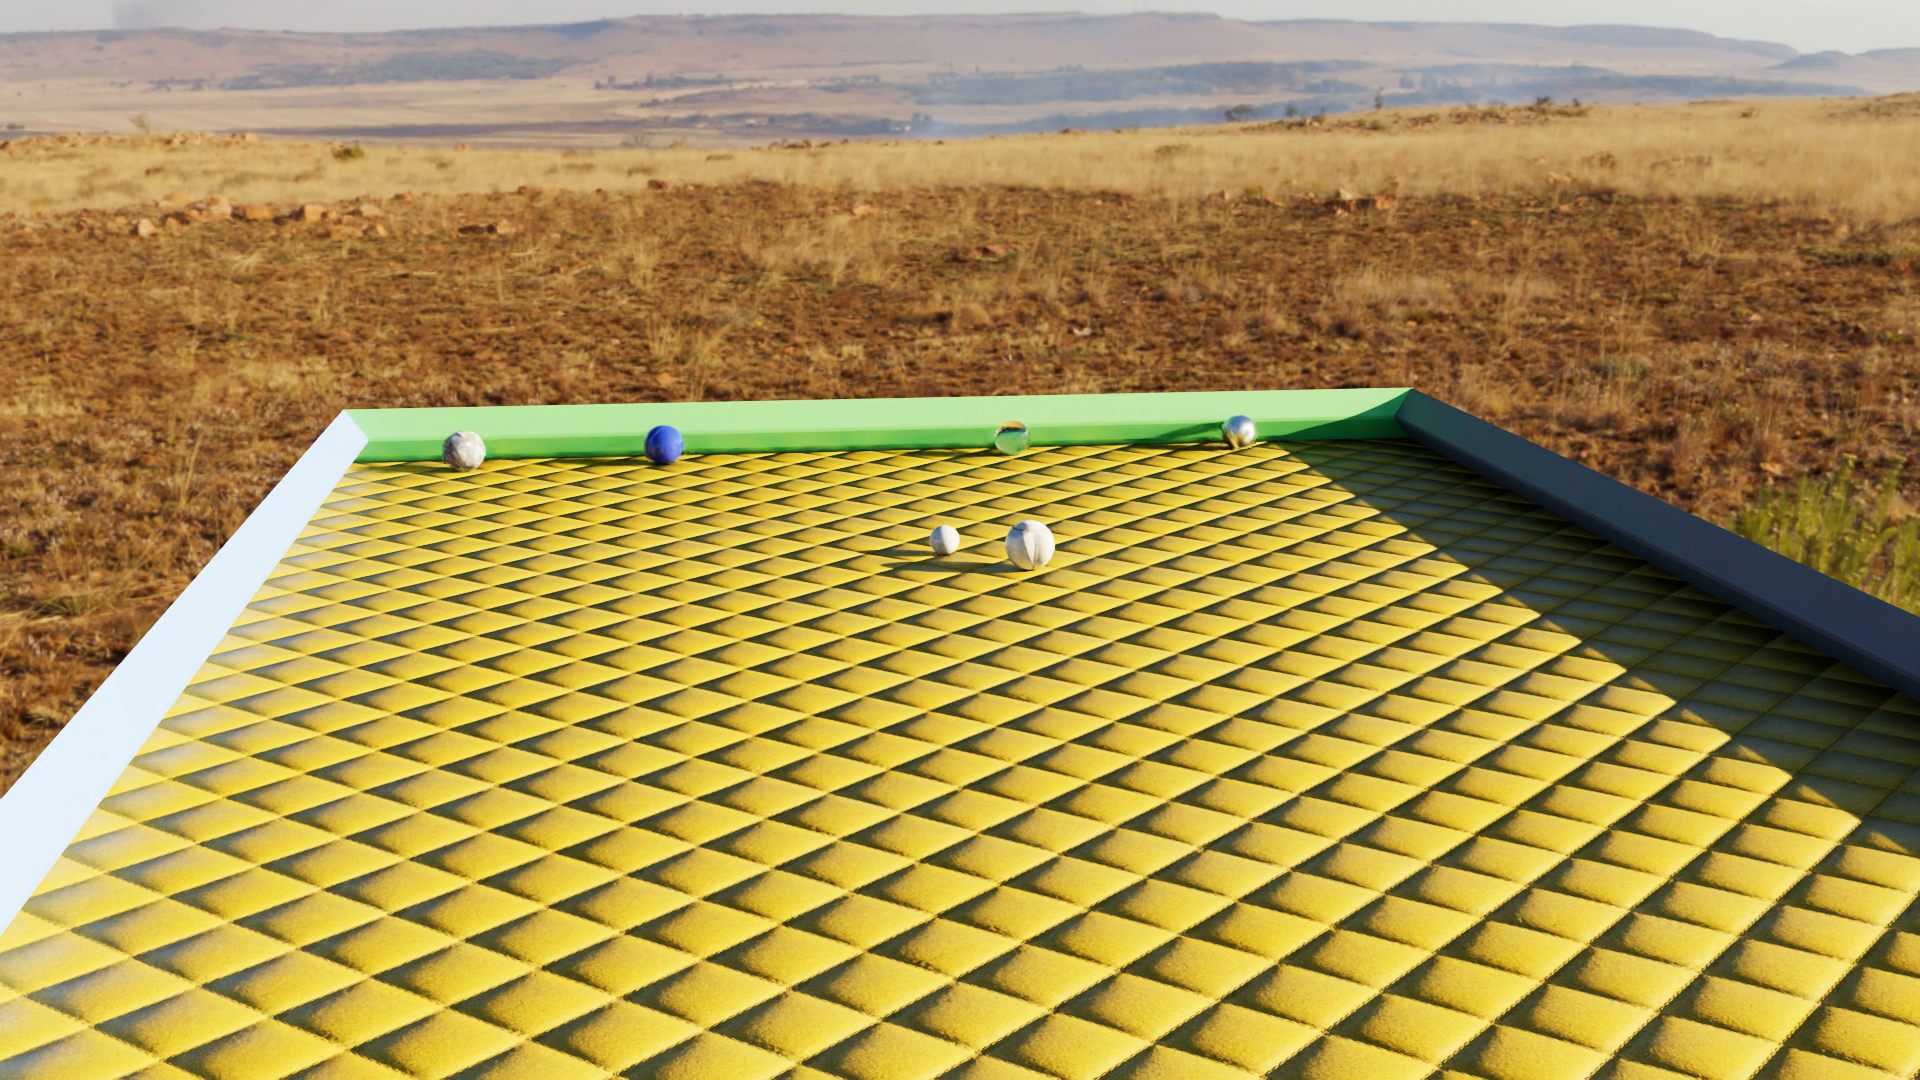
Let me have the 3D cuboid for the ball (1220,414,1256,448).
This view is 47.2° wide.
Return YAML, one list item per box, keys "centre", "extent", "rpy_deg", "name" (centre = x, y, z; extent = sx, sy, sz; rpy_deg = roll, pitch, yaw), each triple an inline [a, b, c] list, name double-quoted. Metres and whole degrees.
- centre: [0.487, -0.190, 3.853]
  extent: [0.060, 0.060, 0.060]
  rpy_deg: [0, 13, 0]
  name: "ball"

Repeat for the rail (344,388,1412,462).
- centre: [-0.112, -0.198, 3.821]
  extent: [1.873, 0.089, 0.045]
  rpy_deg: [-2, 13, -7]
  name: "rail"

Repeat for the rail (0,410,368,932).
- centre: [-0.790, 0.201, 2.036]
  extent: [0.045, 0.089, 3.495]
  rpy_deg: [-2, 13, -7]
  name: "rail"

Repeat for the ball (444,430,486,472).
- centre: [-0.822, -0.148, 3.646]
  extent: [0.069, 0.069, 0.069]
  rpy_deg: [0, 13, 0]
  name: "ball"

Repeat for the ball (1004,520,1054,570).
- centre: [0.094, 0.007, 2.958]
  extent: [0.067, 0.067, 0.067]
  rpy_deg: [0, 13, 0]
  name: "ball"

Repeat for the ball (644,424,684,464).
- centre: [-0.499, -0.161, 3.709]
  extent: [0.067, 0.067, 0.067]
  rpy_deg: [0, 13, 0]
  name: "ball"

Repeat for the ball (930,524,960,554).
- centre: [-0.021, 0.000, 3.049]
  extent: [0.042, 0.042, 0.042]
  rpy_deg: [0, 13, 0]
  name: "ball"

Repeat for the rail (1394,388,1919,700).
- centre: [1.020, 0.148, 2.271]
  extent: [0.045, 0.089, 3.495]
  rpy_deg: [-2, 13, -7]
  name: "rail"

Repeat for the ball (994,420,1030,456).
- centre: [0.090, -0.177, 3.794]
  extent: [0.061, 0.061, 0.061]
  rpy_deg: [0, 13, 0]
  name: "ball"
